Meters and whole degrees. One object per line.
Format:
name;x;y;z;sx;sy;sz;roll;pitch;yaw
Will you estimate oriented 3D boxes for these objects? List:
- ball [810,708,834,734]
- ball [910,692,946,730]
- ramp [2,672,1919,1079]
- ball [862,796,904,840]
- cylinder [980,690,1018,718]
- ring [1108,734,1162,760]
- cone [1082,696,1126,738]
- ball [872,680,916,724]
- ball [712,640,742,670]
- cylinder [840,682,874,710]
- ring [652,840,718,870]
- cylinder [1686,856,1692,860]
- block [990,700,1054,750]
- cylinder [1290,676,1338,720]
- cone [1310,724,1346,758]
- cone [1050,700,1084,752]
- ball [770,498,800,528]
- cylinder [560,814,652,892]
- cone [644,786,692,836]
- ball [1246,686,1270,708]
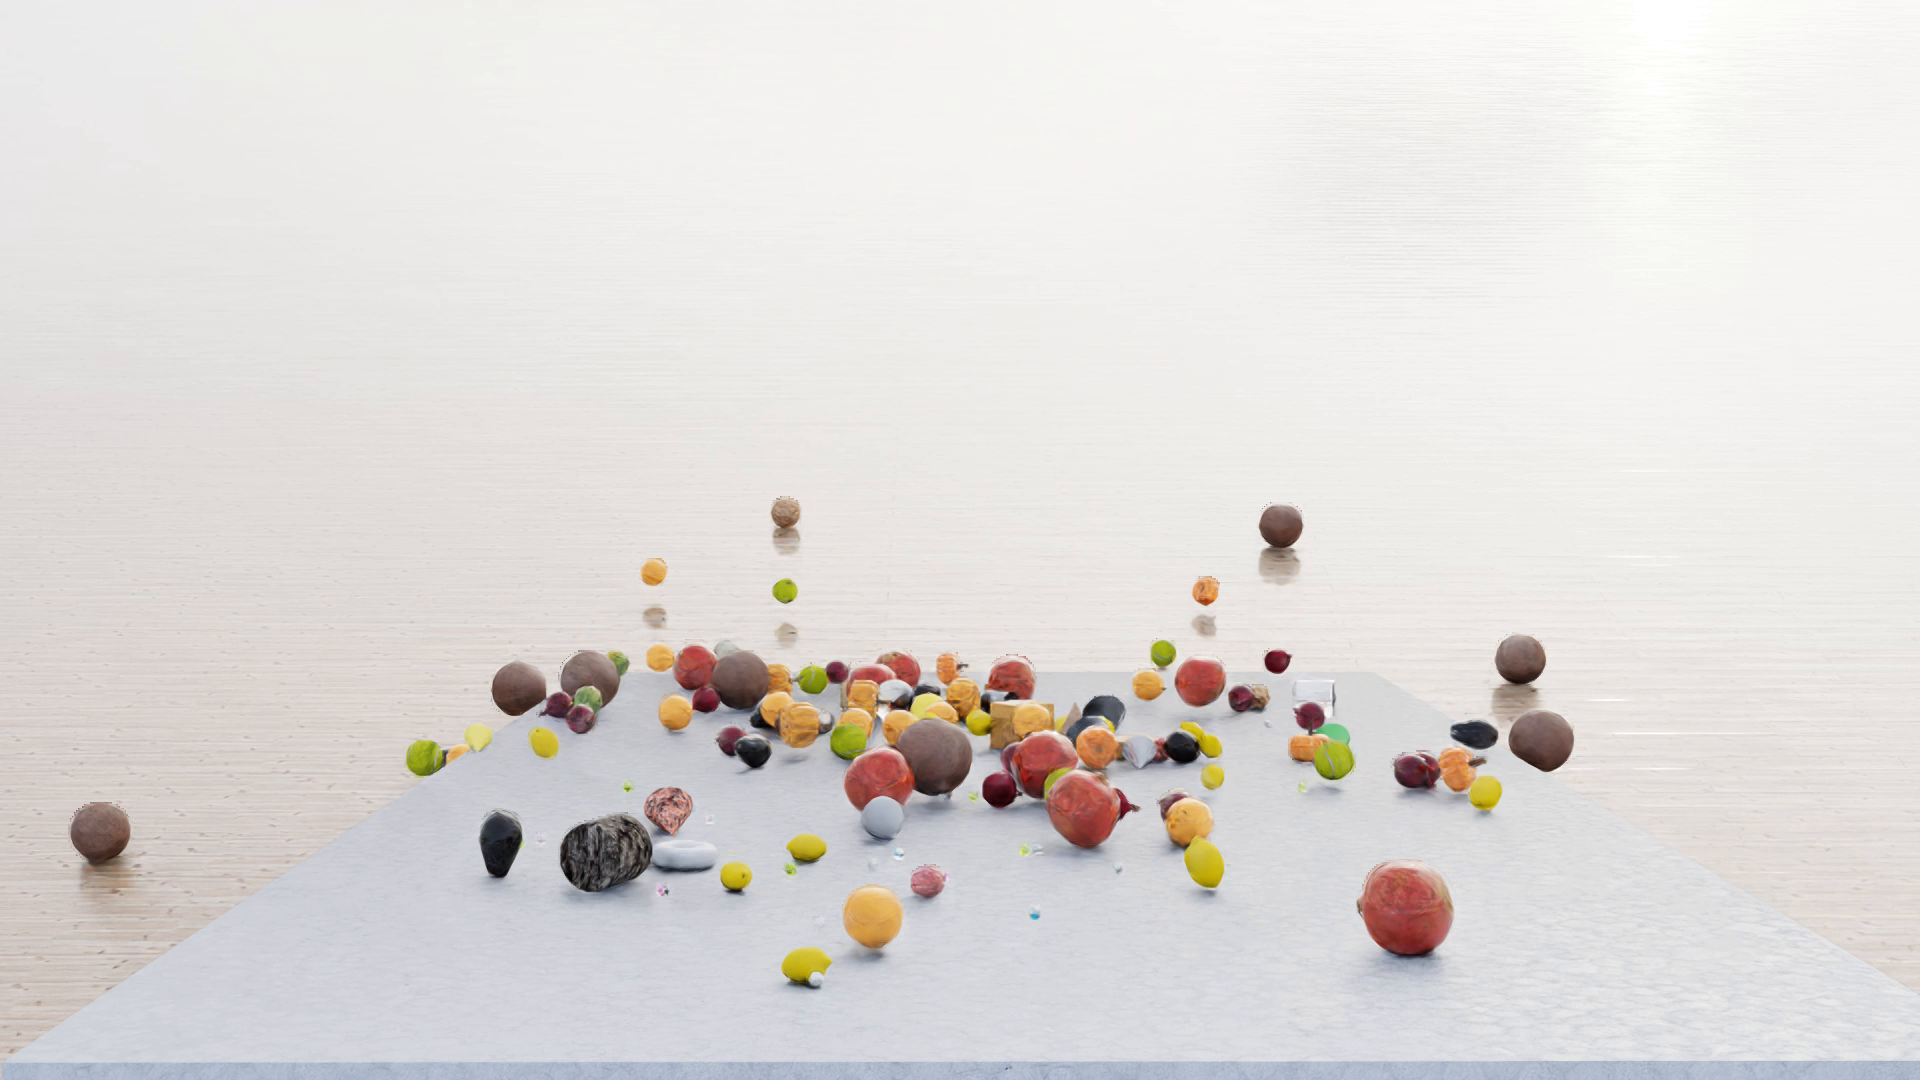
ball;-0.281;0.368;5.231;0.050;0.050;0.050;0;23;0
ball;-0.065;0.353;5.304;0.075;0.075;0.075;0;23;0
ramp;0.052;0.475;4.536;2.000;0.100;4.000;0;3;0
ball;-0.117;0.421;3.898;0.065;0.065;0.065;0;23;0
cylinder;0.084;0.352;5.493;0.060;0.060;0.060;2;20;36
ring;0.326;0.391;4.859;0.114;0.038;0.114;-1;3;0
cone;0.297;0.375;5.191;0.090;0.090;0.090;-2;29;-5
ball;-0.138;0.339;5.416;0.092;0.092;0.092;0;23;0
ball;-0.610;0.301;6.729;0.076;0.076;0.076;0;23;0
cylinder;-0.227;0.342;5.656;0.063;0.063;0.063;0;22;10
ring;-0.393;0.448;3.657;0.097;0.032;0.097;1;2;0
cylinder;1.555;0.733;5.689;0.095;0.095;0.095;17;28;37
block;0.121;0.360;5.003;0.087;0.087;0.087;-2;3;-38
cylinder;0.756;0.339;5.498;0.081;0.081;0.081;15;24;2
cone;0.706;0.394;4.853;0.070;0.070;0.070;-6;49;-13
cone;0.222;0.358;4.970;0.095;0.095;0.095;0;3;0
ball;-0.519;-0.080;7.654;0.087;0.087;0.087;0;23;0
cylinder;-0.481;0.425;3.497;0.092;0.092;0.092;9;5;20
cone;-0.445;0.433;3.963;0.076;0.076;0.076;-4;30;-10
ball;0.659;0.348;5.682;0.050;0.050;0.050;0;23;0
